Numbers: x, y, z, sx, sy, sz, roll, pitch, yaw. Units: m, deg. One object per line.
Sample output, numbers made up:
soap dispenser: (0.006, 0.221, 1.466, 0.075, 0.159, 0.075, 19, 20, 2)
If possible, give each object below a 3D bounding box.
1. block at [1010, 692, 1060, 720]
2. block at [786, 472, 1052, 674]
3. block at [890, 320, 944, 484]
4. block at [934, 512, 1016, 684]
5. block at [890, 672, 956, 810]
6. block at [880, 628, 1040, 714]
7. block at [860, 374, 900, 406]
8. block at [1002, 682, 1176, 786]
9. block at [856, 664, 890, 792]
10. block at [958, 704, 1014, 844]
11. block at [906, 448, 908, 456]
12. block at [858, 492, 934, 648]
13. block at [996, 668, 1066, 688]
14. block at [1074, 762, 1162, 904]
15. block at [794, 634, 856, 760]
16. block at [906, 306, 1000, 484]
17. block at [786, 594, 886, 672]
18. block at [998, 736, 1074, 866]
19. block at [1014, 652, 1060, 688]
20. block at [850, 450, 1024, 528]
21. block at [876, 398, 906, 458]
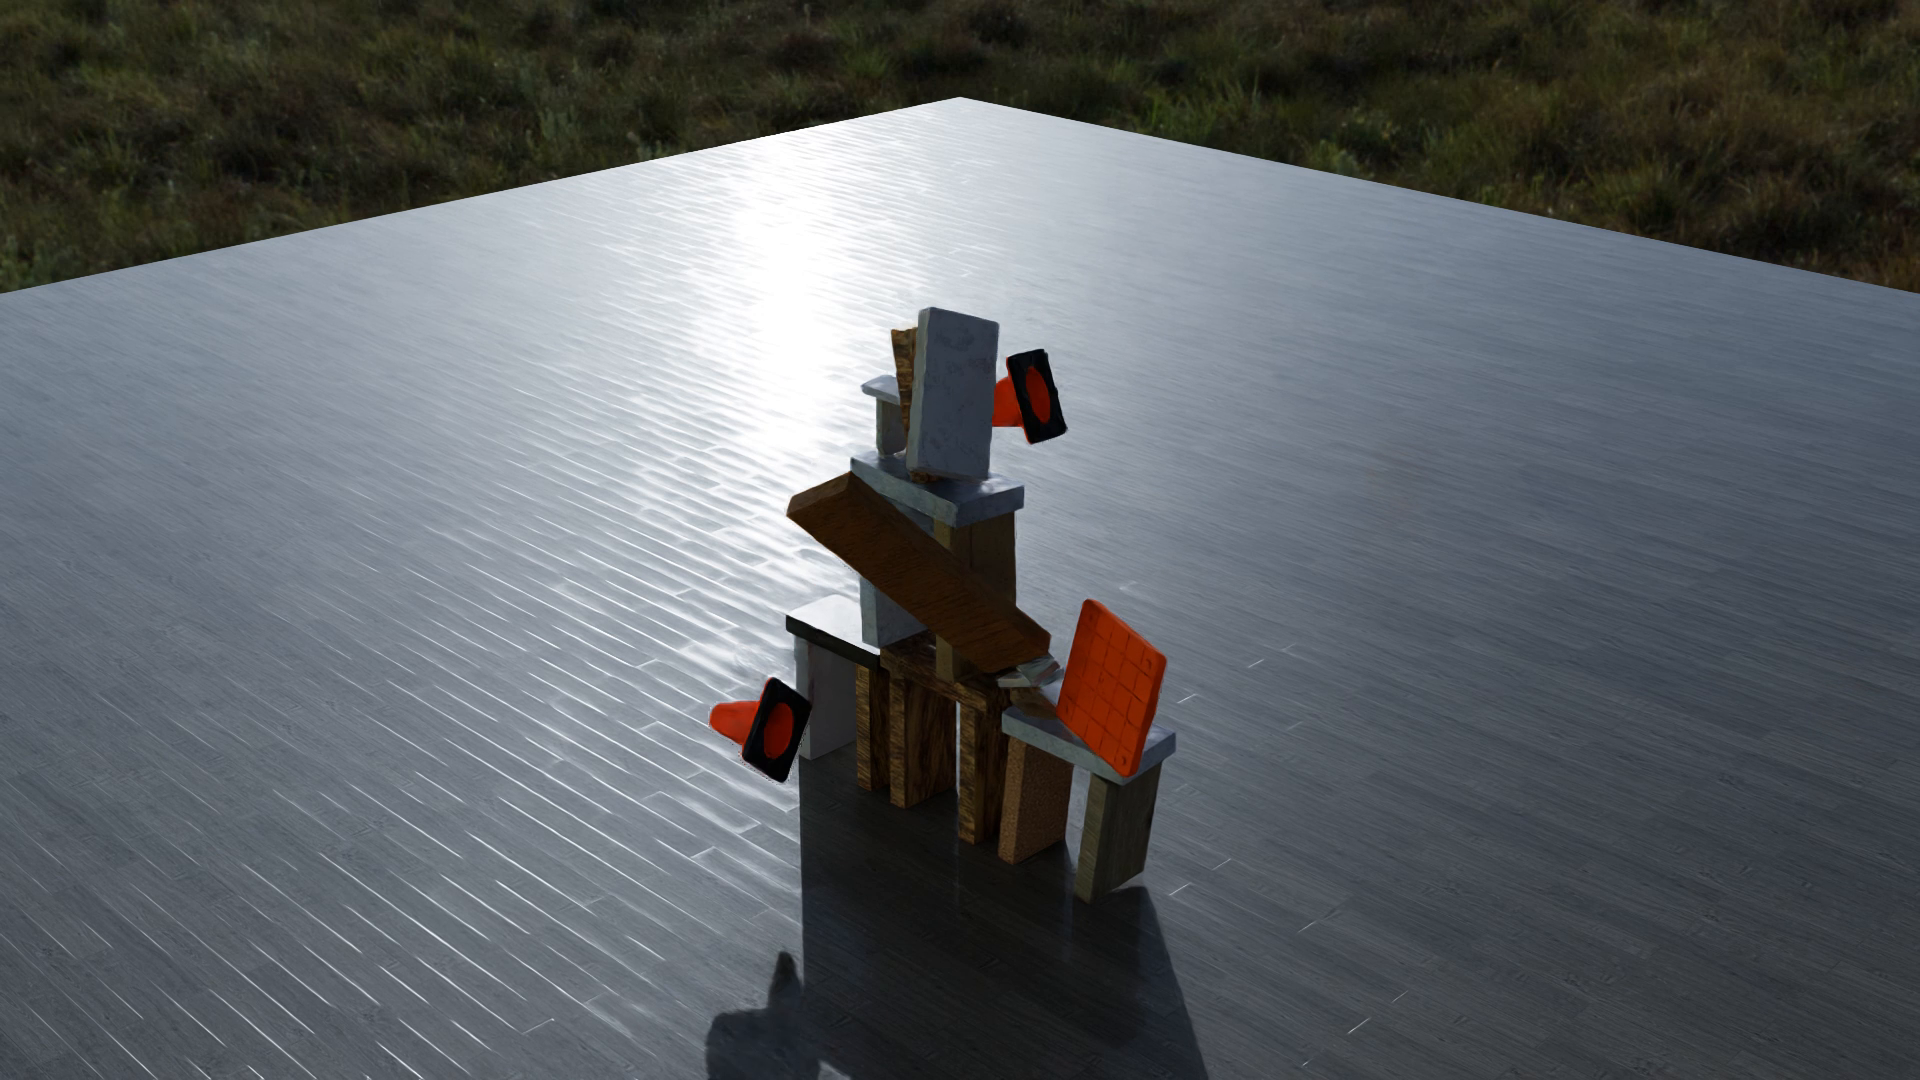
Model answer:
block: (0.137, 0.304, 4.045, 0.061, 0.017, 0.122, 6, -16, 19)
block: (-0.067, 0.065, 3.887, 0.148, 0.534, 0.042, -21, 42, 39)
block: (-0.047, -0.270, 4.168, 0.042, 0.296, 0.148, 6, 21, 42)
block: (0.030, 0.097, 4.231, 0.166, 0.331, 0.047, -19, 27, -38)
block: (-0.074, 0.384, 4.472, 0.042, 0.299, 0.149, 21, 30, 40)
block: (-0.003, 0.254, 4.342, 0.149, 0.042, 0.299, -21, 30, -41)
block: (-0.120, -0.286, 4.220, 0.133, 0.019, 0.067, 21, 35, 40)
block: (0.237, 0.356, 4.083, 0.299, 0.042, 0.149, 21, 36, 40)
block: (-0.148, 0.365, 4.541, 0.040, 0.282, 0.141, 21, 31, 41)
block: (0.066, 0.439, 4.343, 0.042, 0.299, 0.149, 21, 30, 41)
block: (-0.074, -0.208, 4.228, 0.067, 0.133, 0.019, -22, 33, -32)
block: (-0.126, 0.034, 4.386, 0.166, 0.331, 0.047, -20, 26, -40)
block: (0.135, 0.262, 4.192, 0.061, 0.017, 0.122, -21, 11, -42)
block: (0.296, 0.529, 4.113, 0.149, 0.299, 0.042, -25, 45, -36)
block: (-0.281, 0.313, 4.663, 0.040, 0.282, 0.141, 21, 31, 41)
block: (-0.012, -0.263, 3.992, 0.148, 0.296, 0.042, 10, -12, -29)
block: (-0.214, 0.191, 4.539, 0.282, 0.040, 0.141, 21, 31, 41)
block: (0.152, 0.471, 4.264, 0.149, 0.299, 0.042, -21, 37, -41)
block: (0.130, 0.219, 4.041, 0.061, 0.017, 0.122, -38, 34, -5)
block: (-0.047, -0.112, 4.240, 0.166, 0.047, 0.331, -17, 28, -35)
block: (-0.131, -0.232, 4.286, 0.067, 0.133, 0.019, -23, 37, -34)
